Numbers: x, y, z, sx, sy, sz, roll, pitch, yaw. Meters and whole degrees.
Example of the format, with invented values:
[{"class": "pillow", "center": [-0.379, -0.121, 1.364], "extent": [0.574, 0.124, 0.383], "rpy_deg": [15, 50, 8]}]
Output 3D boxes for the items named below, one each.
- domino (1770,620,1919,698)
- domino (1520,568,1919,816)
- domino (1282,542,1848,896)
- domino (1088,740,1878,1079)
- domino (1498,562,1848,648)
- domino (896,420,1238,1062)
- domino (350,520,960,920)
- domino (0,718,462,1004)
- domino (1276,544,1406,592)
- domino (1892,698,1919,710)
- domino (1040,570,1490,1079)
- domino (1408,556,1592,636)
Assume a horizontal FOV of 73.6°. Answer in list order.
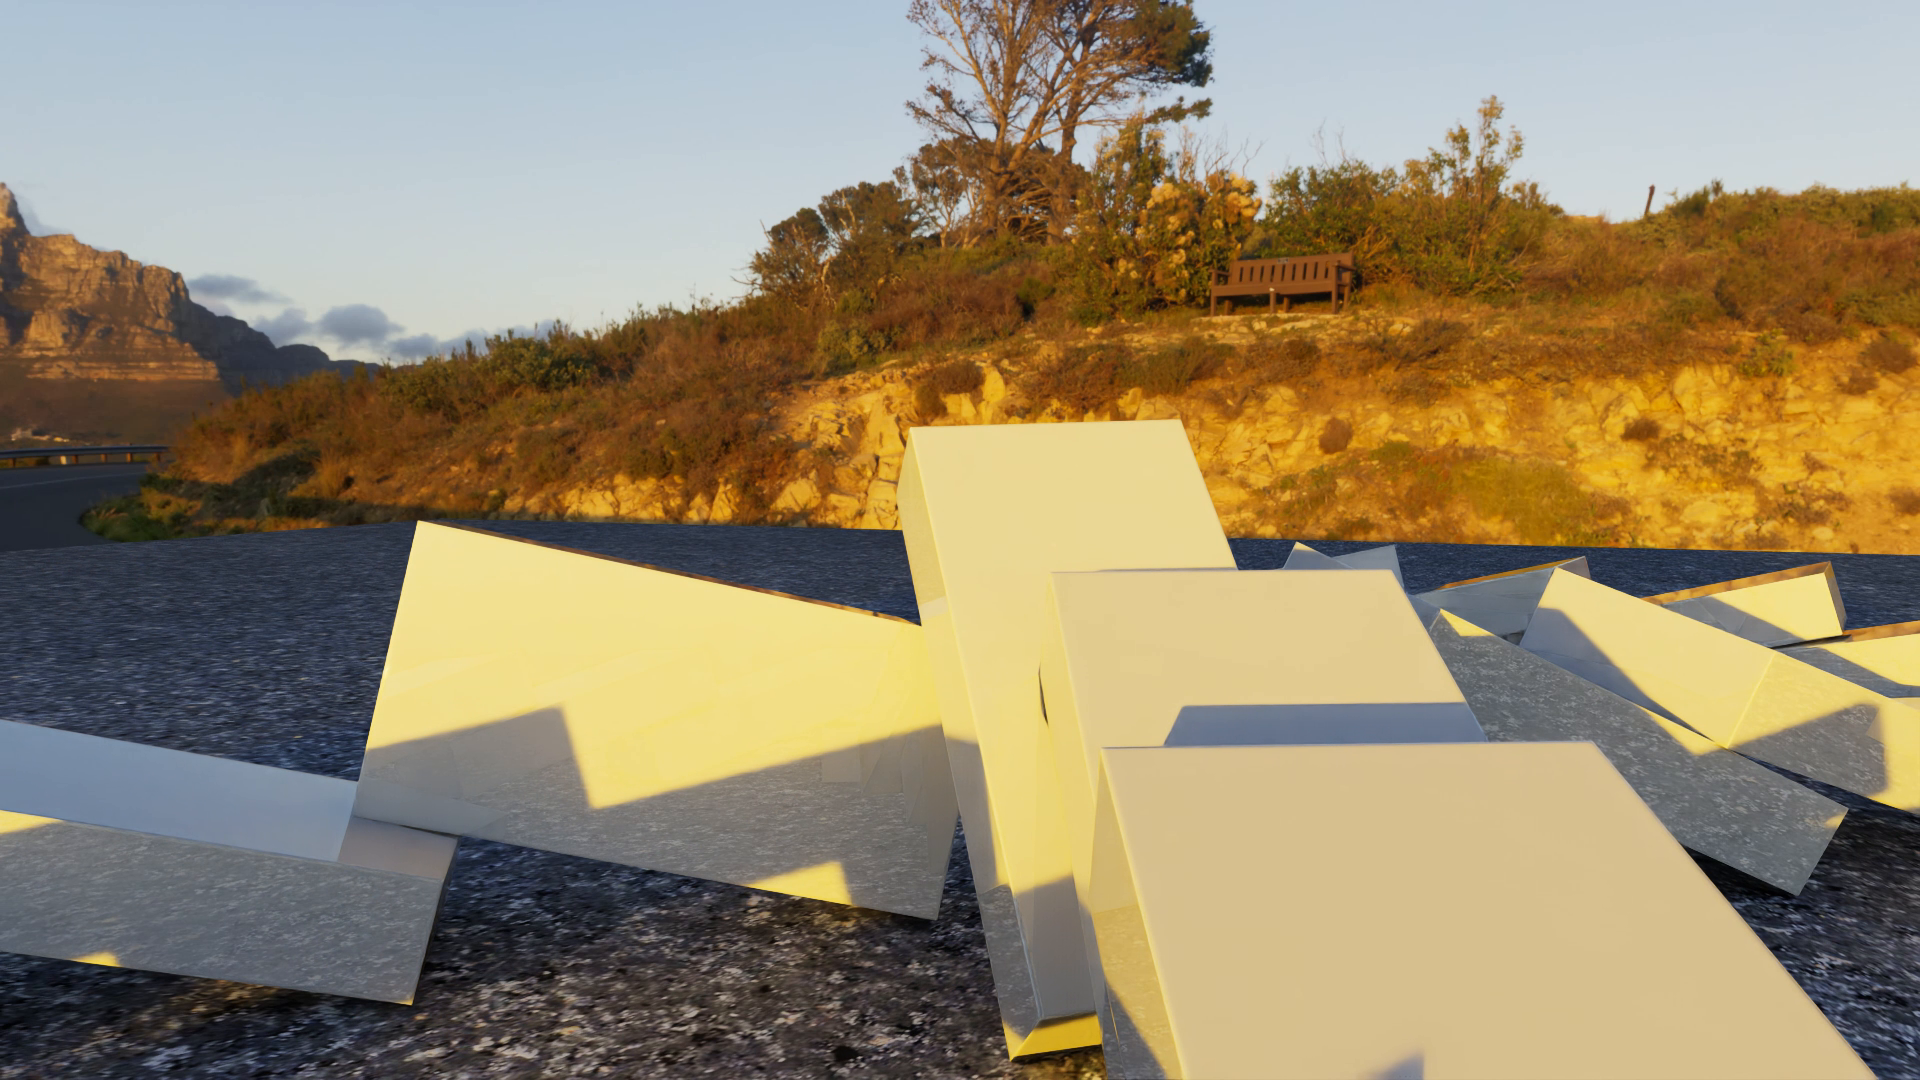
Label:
[{"class": "domino", "center": [0.139, 0.018, 0.187], "extent": [0.025, 0.010, 0.050], "rpy_deg": [-4, -9, -45]}, {"class": "domino", "center": [0.087, 0.018, 0.135], "extent": [0.050, 0.010, 0.025], "rpy_deg": [18, 9, -25]}, {"class": "domino", "center": [0.056, 0.017, 0.125], "extent": [0.050, 0.010, 0.025], "rpy_deg": [24, 6, -17]}, {"class": "domino", "center": [0.021, 0.026, 0.044], "extent": [0.025, 0.009, 0.050], "rpy_deg": [0, 26, -3]}, {"class": "domino", "center": [0.118, 0.015, 0.215], "extent": [0.050, 0.009, 0.025], "rpy_deg": [-17, -7, 36]}, {"class": "domino", "center": [0.012, 0.013, 0.102], "extent": [0.025, 0.050, 0.009], "rpy_deg": [-3, -36, -14]}, {"class": "domino", "center": [-0.024, 0.016, 0.115], "extent": [0.050, 0.025, 0.009], "rpy_deg": [12, -2, -8]}, {"class": "domino", "center": [-0.066, 0.024, 0.101], "extent": [0.050, 0.009, 0.025], "rpy_deg": [14, -2, -16]}, {"class": "domino", "center": [0.060, 0.012, 0.257], "extent": [0.050, 0.009, 0.025], "rpy_deg": [-12, -5, -3]}, {"class": "domino", "center": [0.132, 0.027, 0.143], "extent": [0.025, 0.009, 0.050], "rpy_deg": [0, 4, -5]}, {"class": "domino", "center": [0.020, 0.020, 0.074], "extent": [0.025, 0.009, 0.050], "rpy_deg": [0, 35, -4]}, {"class": "domino", "center": [0.086, 0.014, 0.234], "extent": [0.050, 0.010, 0.025], "rpy_deg": [-16, -6, 36]}]
